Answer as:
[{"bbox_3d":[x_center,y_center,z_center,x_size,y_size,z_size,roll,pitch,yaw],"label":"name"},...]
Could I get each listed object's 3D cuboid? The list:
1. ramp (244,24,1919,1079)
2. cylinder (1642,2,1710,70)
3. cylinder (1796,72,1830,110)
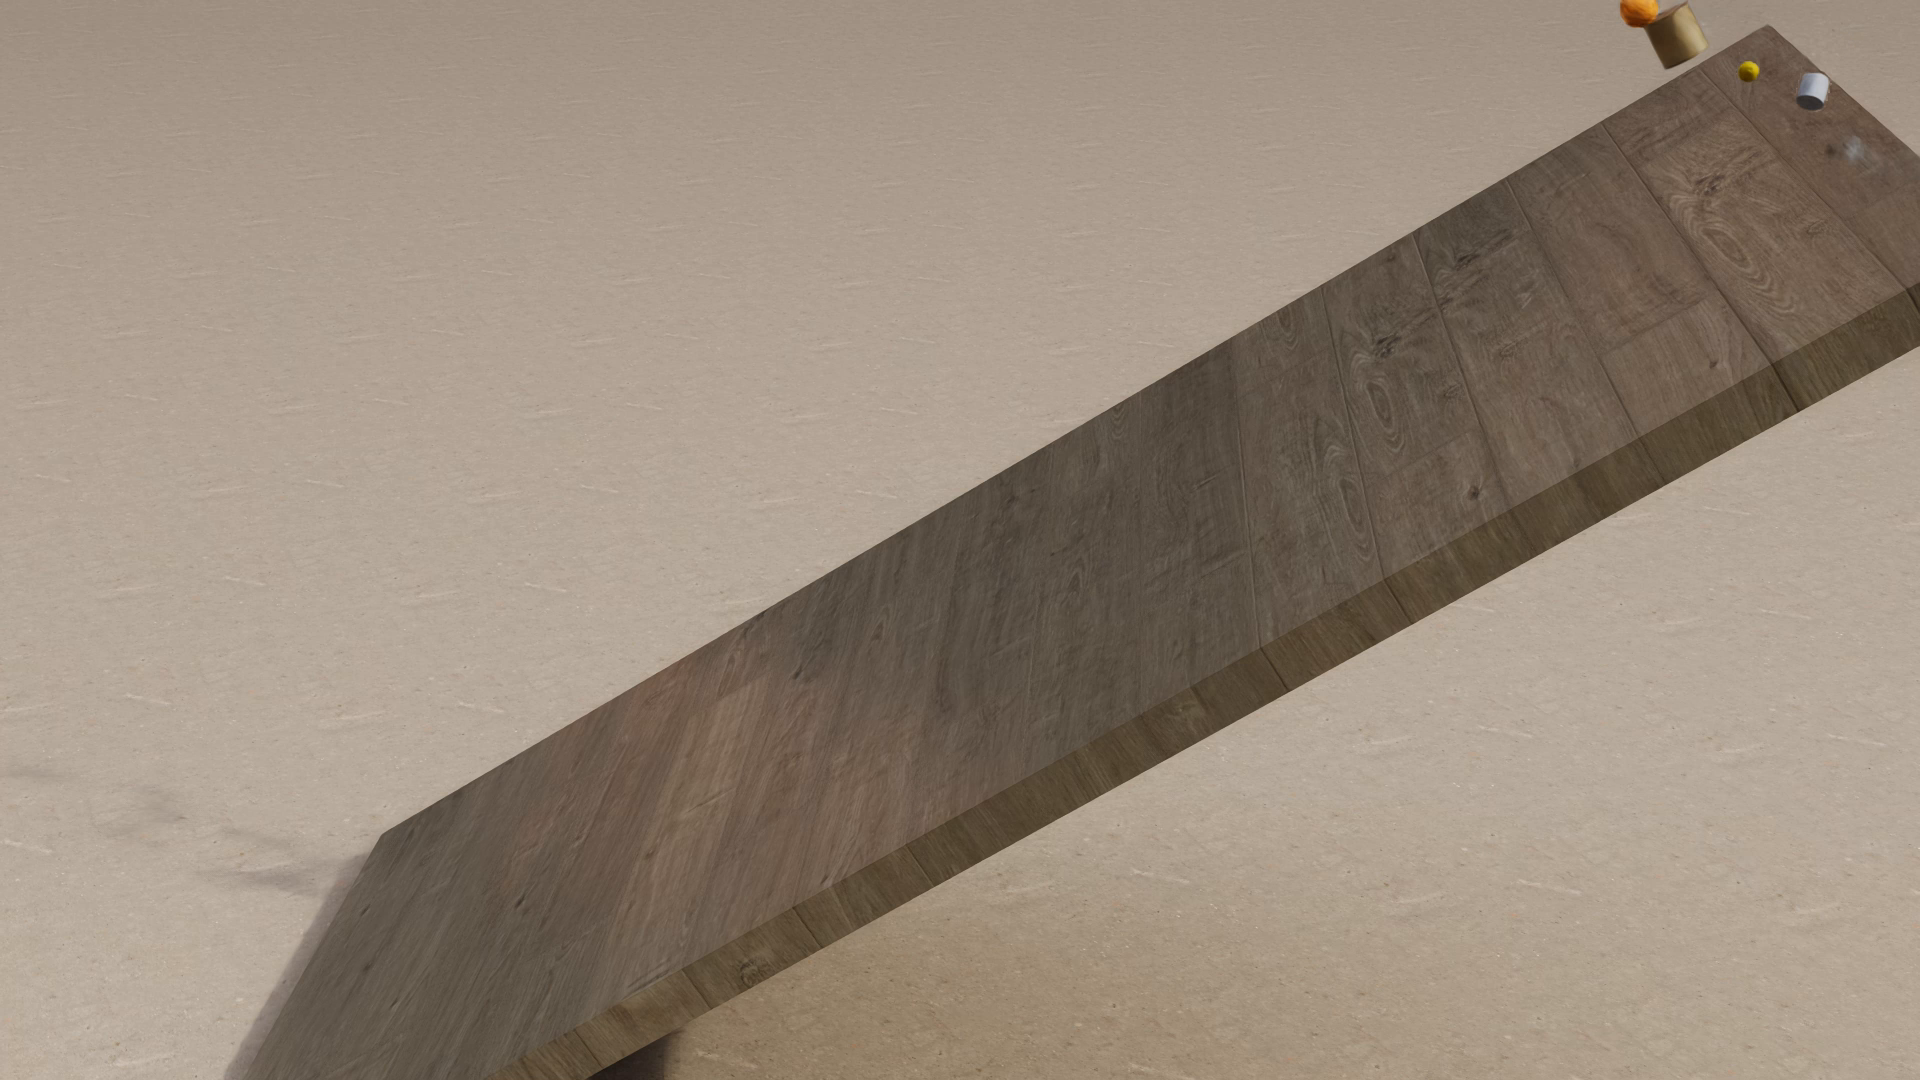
[{"bbox_3d":[0.140,0.170,6.292,4.000,0.100,2.000,-30,15,13],"label":"ramp"},{"bbox_3d":[1.363,-0.960,5.601,0.093,0.093,0.093,-29,9,5],"label":"cylinder"},{"bbox_3d":[1.709,-0.899,5.894,0.054,0.054,0.054,18,-19,7],"label":"cylinder"}]
